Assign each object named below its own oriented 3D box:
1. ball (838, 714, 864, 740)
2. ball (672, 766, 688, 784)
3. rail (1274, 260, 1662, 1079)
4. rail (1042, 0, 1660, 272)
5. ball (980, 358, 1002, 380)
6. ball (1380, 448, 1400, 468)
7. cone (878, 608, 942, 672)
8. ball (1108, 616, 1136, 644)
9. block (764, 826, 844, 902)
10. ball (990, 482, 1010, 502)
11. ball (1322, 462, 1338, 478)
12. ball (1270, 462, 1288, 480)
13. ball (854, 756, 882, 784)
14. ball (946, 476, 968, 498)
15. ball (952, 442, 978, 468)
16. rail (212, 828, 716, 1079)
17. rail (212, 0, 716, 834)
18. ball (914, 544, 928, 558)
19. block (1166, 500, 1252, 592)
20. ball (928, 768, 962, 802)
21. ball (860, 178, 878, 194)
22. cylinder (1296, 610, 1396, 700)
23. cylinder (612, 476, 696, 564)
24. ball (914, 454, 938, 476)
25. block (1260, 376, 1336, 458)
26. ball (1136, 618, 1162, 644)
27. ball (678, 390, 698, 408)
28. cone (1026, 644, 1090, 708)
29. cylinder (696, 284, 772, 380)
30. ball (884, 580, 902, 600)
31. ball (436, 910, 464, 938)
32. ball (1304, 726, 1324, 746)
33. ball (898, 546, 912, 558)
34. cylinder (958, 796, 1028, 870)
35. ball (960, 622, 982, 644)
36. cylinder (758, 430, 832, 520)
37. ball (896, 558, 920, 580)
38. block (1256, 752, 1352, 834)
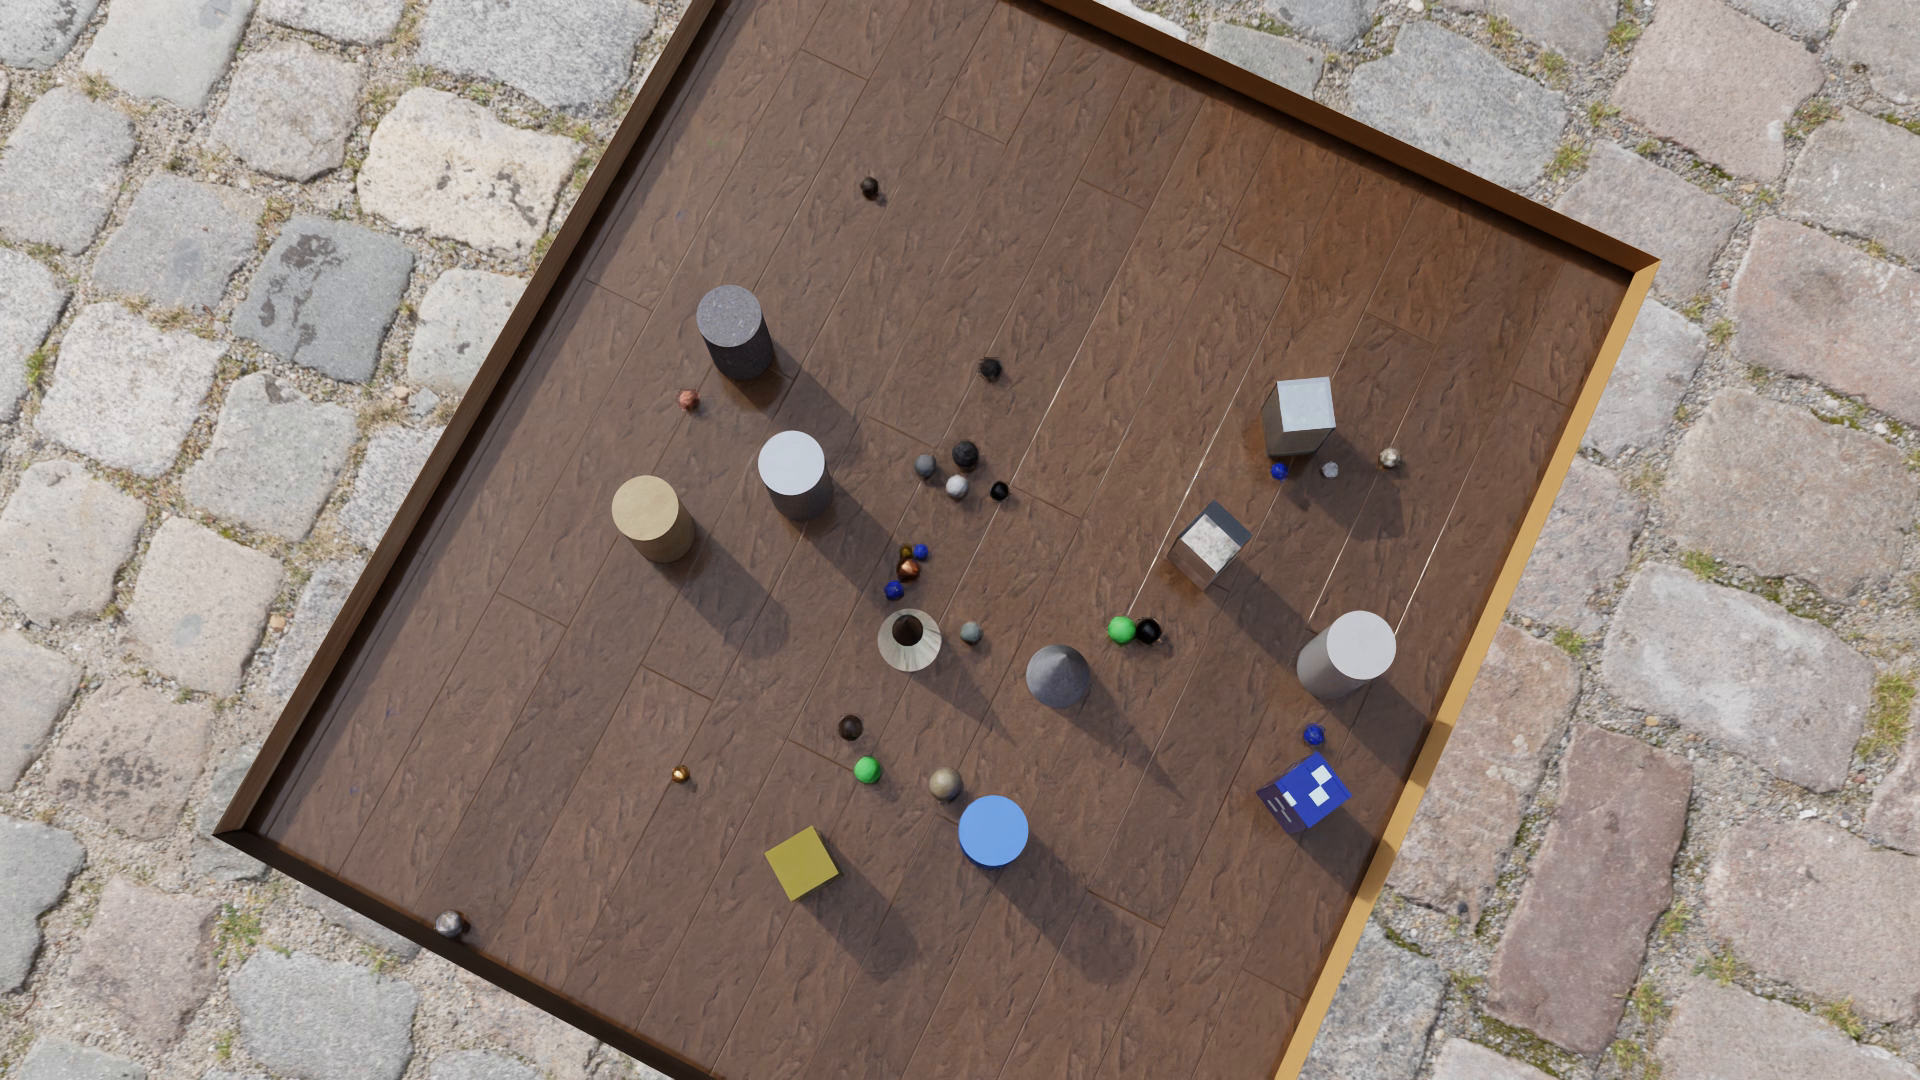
[{"bbox_3d":[-0.326,0.560,5.461,0.077,0.077,0.077,0,78,0],"label":"ball"},{"bbox_3d":[-0.834,0.698,5.447,0.048,0.048,0.048,0,78,0],"label":"ball"},{"bbox_3d":[1.364,0.675,5.412,0.045,0.125,3.516,26,80,5],"label":"rail"},{"bbox_3d":[0.776,-1.512,5.864,3.098,0.125,0.045,26,80,5],"label":"rail"},{"bbox_3d":[0.097,-0.532,5.693,0.067,0.067,0.067,0,78,0],"label":"ball"},{"bbox_3d":[1.322,-0.253,5.637,0.062,0.062,0.062,0,78,0],"label":"ball"},{"bbox_3d":[-0.153,0.264,5.367,0.193,0.381,0.193,0,78,0],"label":"cone"},{"bbox_3d":[0.488,0.271,5.513,0.084,0.084,0.084,0,78,0],"label":"ball"},{"bbox_3d":[-0.445,0.936,5.283,0.154,0.274,0.154,-30,80,-6],"label":"block"},{"bbox_3d":[0.121,-0.149,5.617,0.060,0.060,0.060,0,78,0],"label":"ball"},{"bbox_3d":[1.139,-0.216,5.637,0.048,0.048,0.048,0,78,0],"label":"ball"},{"bbox_3d":[0.972,-0.209,5.576,0.053,0.053,0.053,0,78,0],"label":"ball"},{"bbox_3d":[-0.273,0.682,5.434,0.080,0.080,0.080,0,78,0],"label":"ball"},{"bbox_3d":[-0.008,-0.163,5.614,0.071,0.071,0.071,0,78,0],"label":"ball"},{"bbox_3d":[0.017,-0.263,5.629,0.082,0.082,0.082,0,78,0],"label":"ball"},{"bbox_3d":[-0.776,1.526,5.236,3.098,0.125,0.045,26,80,5],"label":"rail"},{"bbox_3d":[-1.364,-0.661,5.688,0.045,0.125,3.516,26,80,5],"label":"rail"},{"bbox_3d":[-0.120,0.034,5.586,0.046,0.046,0.046,0,78,0],"label":"ball"},{"bbox_3d":[0.739,0.019,5.455,0.154,0.309,0.154,44,82,8],"label":"block"},{"bbox_3d":[-0.044,0.723,5.418,0.096,0.096,0.096,0,78,0],"label":"ball"},{"bbox_3d":[-0.288,-1.125,5.821,0.056,0.056,0.056,0,78,0],"label":"ball"},{"bbox_3d":[1.113,0.338,5.308,0.193,0.467,0.193,0,78,0],"label":"cylinder"},{"bbox_3d":[-0.908,-0.058,5.454,0.193,0.342,0.193,0,78,0],"label":"cylinder"},{"bbox_3d":[-0.106,-0.230,5.627,0.072,0.072,0.072,0,78,0],"label":"ball"},{"bbox_3d":[1.018,-0.368,5.536,0.154,0.306,0.154,-5,78,-1],"label":"block"},{"bbox_3d":[0.568,0.276,5.521,0.076,0.076,0.076,0,78,0],"label":"ball"},{"bbox_3d":[-0.841,-0.436,5.676,0.059,0.059,0.059,0,78,0],"label":"ball"},{"bbox_3d":[0.296,0.365,5.316,0.193,0.440,0.193,0,78,0],"label":"cone"},{"bbox_3d":[-0.682,-0.628,5.575,0.193,0.336,0.193,0,78,0],"label":"cylinder"},{"bbox_3d":[-0.201,0.152,5.557,0.056,0.056,0.056,0,78,0],"label":"ball"},{"bbox_3d":[-1.489,1.121,5.345,0.077,0.077,0.077,0,78,0],"label":"ball"},{"bbox_3d":[1.055,0.583,5.463,0.059,0.059,0.059,0,78,0],"label":"ball"},{"bbox_3d":[-0.165,0.037,5.587,0.042,0.042,0.042,0,78,0],"label":"ball"},{"bbox_3d":[0.093,0.840,5.246,0.193,0.385,0.193,0,78,0],"label":"cylinder"},{"bbox_3d":[0.031,0.280,5.525,0.065,0.065,0.065,0,78,0],"label":"ball"},{"bbox_3d":[-0.489,-0.189,5.479,0.193,0.345,0.193,0,78,0],"label":"cylinder"},{"bbox_3d":[-0.159,0.087,5.563,0.070,0.070,0.070,0,78,0],"label":"ball"},{"bbox_3d":[0.987,0.732,5.287,0.154,0.349,0.154,-35,81,-7],"label":"block"}]
